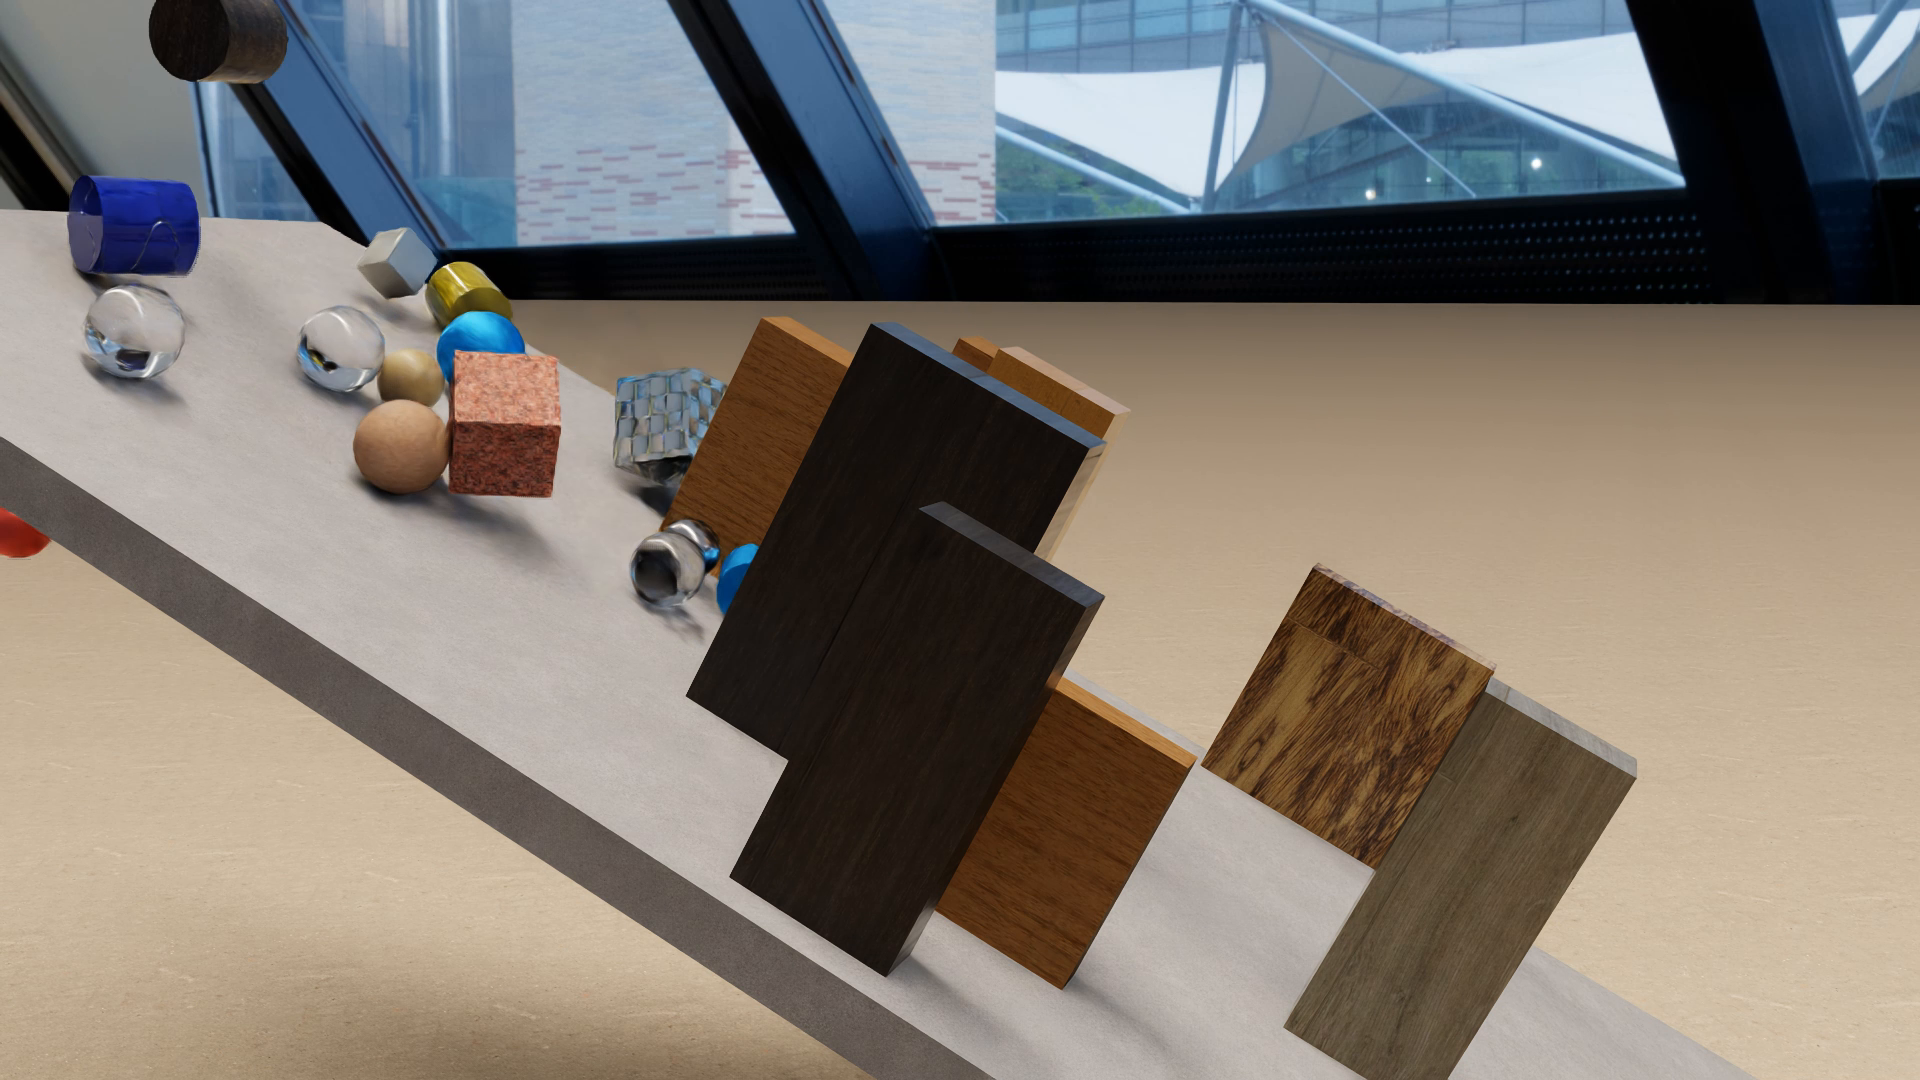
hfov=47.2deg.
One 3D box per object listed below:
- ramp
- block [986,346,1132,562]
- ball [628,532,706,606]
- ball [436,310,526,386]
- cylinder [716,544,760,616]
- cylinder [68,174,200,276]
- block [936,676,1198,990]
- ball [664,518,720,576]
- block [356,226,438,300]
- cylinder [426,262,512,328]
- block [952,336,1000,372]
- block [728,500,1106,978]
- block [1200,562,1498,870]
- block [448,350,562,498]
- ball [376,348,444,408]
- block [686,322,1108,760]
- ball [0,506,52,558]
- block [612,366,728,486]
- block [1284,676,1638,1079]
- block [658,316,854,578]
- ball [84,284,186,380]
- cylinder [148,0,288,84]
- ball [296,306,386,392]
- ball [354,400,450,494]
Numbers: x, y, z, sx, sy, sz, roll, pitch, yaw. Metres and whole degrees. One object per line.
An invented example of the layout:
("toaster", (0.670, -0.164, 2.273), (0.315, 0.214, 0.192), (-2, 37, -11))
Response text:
("ramp", (-0.217, 0.360, 4.145), (4.000, 0.100, 2.000), (31, 14, 12))
("block", (0.042, 0.000, 4.243), (0.254, 0.705, 0.136), (31, 14, 12))
("ball", (-0.548, 0.054, 4.118), (0.142, 0.142, 0.142), (0, 7, 0))
("ball", (-1.031, -0.400, 4.739), (0.188, 0.188, 0.188), (0, 7, 0))
("cylinder", (-0.408, 0.087, 4.290), (0.127, 0.127, 0.127), (0, 17, -3))
("cylinder", (-1.614, -0.613, 4.294), (0.187, 0.187, 0.187), (-3, 7, -41))
("block", (0.105, 0.425, 3.450), (0.375, 0.415, 0.080), (31, 14, 12))
("ball", (-0.532, 0.018, 4.316), (0.122, 0.122, 0.122), (0, 7, 0))
("block", (-1.289, -0.633, 5.035), (0.109, 0.109, 0.109), (-3, -40, 36))
("cylinder", (-1.142, -0.545, 5.107), (0.156, 0.156, 0.156), (-4, 30, -32))
("block", (0.000, -0.067, 4.541), (0.292, 0.638, 0.147), (31, 14, 12))
("block", (-0.066, 0.288, 3.182), (0.275, 0.627, 0.114), (31, 14, 12))
("block", (0.840, 0.382, 4.776), (0.438, 0.508, 0.088), (31, 14, 12))
("block", (-0.845, -0.213, 4.066), (0.186, 0.186, 0.186), (2, 46, -16))
("ball", (-1.106, -0.320, 4.426), (0.134, 0.134, 0.134), (0, 7, 0))
("block", (-0.114, 0.054, 3.718), (0.420, 0.727, 0.127), (31, 14, 12))
("ball", (-2.096, -0.033, 4.899), (0.147, 0.147, 0.147), (0, 7, 0))
("block", (-0.606, -0.241, 4.727), (0.193, 0.193, 0.193), (-6, -15, 27))
("block", (0.832, 0.593, 3.673), (0.270, 0.673, 0.145), (31, 14, 12))
("block", (-0.329, -0.136, 4.437), (0.372, 0.510, 0.142), (31, 14, 12))
("ball", (-1.455, -0.367, 3.876), (0.169, 0.169, 0.169), (0, 7, 0))
("cylinder", (-1.546, -1.055, 4.589), (0.197, 0.197, 0.197), (2, 10, 18))
("ball", (-1.221, -0.377, 4.341), (0.170, 0.170, 0.170), (0, 7, 0))
("ball", (-1.012, -0.169, 3.989), (0.172, 0.172, 0.172), (0, 7, 0))
